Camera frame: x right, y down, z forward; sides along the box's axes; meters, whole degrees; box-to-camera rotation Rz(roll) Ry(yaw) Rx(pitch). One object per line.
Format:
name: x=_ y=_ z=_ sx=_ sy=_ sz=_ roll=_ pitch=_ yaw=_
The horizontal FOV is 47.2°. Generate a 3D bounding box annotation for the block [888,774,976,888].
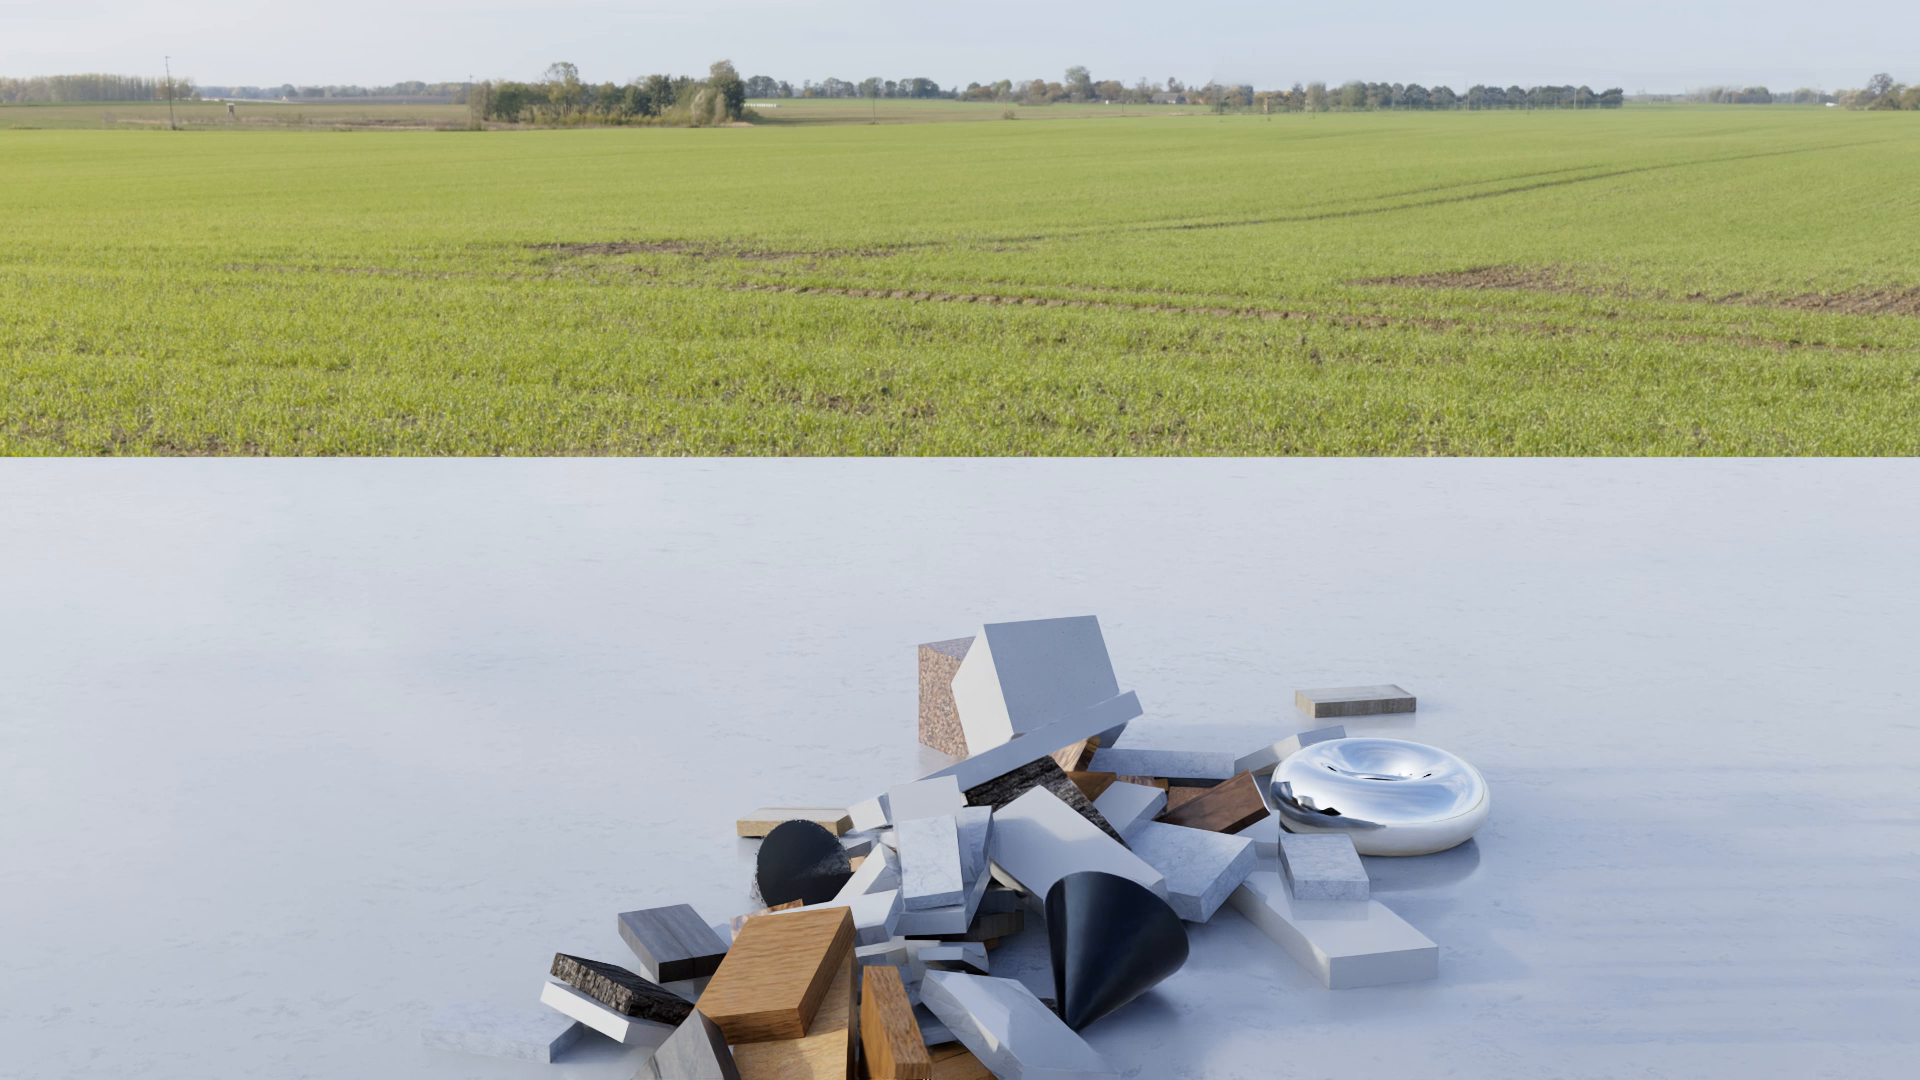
block: x=-0.045 y=0.448 z=3.369 sx=0.110 sy=0.031 sz=0.220 roll=-10 pitch=32 yaw=-2

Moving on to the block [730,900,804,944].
block: x=-0.281 y=0.604 z=3.283 sx=0.113 sy=0.032 sz=0.226 roll=-15 pitch=12 yaw=-4

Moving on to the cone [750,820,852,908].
cone: x=-0.299 y=0.564 z=3.590 sx=0.179 sy=0.179 sz=0.179 roll=-9 pitch=-13 yaw=-39

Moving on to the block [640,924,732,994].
block: x=-0.383 y=0.636 z=3.345 sx=0.100 sy=0.028 sz=0.200 roll=6 pitch=12 yaw=31

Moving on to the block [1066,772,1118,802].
block: x=0.196 y=0.444 z=3.841 sx=0.101 sy=0.029 sz=0.202 roll=-2 pitch=8 yaw=22

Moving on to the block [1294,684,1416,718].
block: x=0.871 y=0.354 z=4.846 sx=0.236 sy=0.033 sz=0.118 roll=-2 pitch=11 yaw=-12

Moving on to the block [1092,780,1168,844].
block: x=0.254 y=0.476 z=3.708 sx=0.101 sy=0.029 sz=0.202 roll=5 pitch=28 yaw=37

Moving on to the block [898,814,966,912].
block: x=-0.043 y=0.478 z=3.269 sx=0.087 sy=0.025 sz=0.174 roll=-8 pitch=32 yaw=1

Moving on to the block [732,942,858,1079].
block: x=-0.216 y=0.656 z=2.881 sx=0.152 sy=0.043 sz=0.477 roll=-12 pitch=14 yaw=1

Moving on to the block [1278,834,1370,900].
block: x=0.594 y=0.534 z=3.603 sx=0.118 sy=0.033 sz=0.236 roll=0 pitch=11 yaw=2

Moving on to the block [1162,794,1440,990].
block: x=0.523 y=0.564 z=3.670 sx=0.177 sy=0.050 sz=0.833 roll=-3 pitch=11 yaw=-15

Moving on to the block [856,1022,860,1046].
block: x=-0.146 y=0.677 z=3.034 sx=0.069 sy=0.020 sz=0.138 roll=-8 pitch=-2 yaw=-6

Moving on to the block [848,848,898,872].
block: x=-0.114 y=0.544 z=3.784 sx=0.158 sy=0.022 sz=0.079 roll=-7 pitch=-8 yaw=-34

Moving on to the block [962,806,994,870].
block: x=-0.010 y=0.471 z=3.458 sx=0.110 sy=0.031 sz=0.220 roll=-5 pitch=11 yaw=6

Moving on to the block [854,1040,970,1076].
block: x=-0.065 y=0.708 z=2.977 sx=0.148 sy=0.021 sz=0.074 roll=-9 pitch=14 yaw=-39

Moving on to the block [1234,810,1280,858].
block: x=0.503 y=0.503 z=3.790 sx=0.091 sy=0.026 sz=0.183 roll=2 pitch=11 yaw=9

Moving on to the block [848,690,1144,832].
block: x=0.064 y=0.382 z=3.809 sx=0.515 sy=0.046 sz=0.162 roll=-20 pitch=-5 yaw=-24

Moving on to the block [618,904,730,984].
block: x=-0.433 y=0.608 z=3.327 sx=0.113 sy=0.032 sz=0.226 roll=-5 pitch=11 yaw=-23

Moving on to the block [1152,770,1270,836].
block: x=0.413 y=0.479 z=3.736 sx=0.217 sy=0.026 sz=0.091 roll=-30 pitch=39 yaw=9

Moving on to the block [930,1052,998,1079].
block: x=-0.011 y=0.718 z=2.924 sx=0.149 sy=0.021 sz=0.074 roll=-8 pitch=13 yaw=-38

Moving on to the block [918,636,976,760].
block: x=0.059 y=0.324 z=4.531 sx=0.209 sy=0.209 sz=0.209 roll=-7 pitch=13 yaw=-33

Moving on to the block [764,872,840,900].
block: x=-0.265 y=0.579 z=3.685 sx=0.112 sy=0.016 sz=0.056 roll=-5 pitch=12 yaw=-25

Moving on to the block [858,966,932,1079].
block: x=-0.083 y=0.650 z=2.700 sx=0.042 sy=0.149 sz=0.299 roll=2 pitch=11 yaw=-10

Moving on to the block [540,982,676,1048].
block: x=-0.487 y=0.666 z=3.076 sx=0.202 sy=0.029 sz=0.101 roll=11 pitch=-9 yaw=46

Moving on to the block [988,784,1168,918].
block: x=0.162 y=0.515 z=3.482 sx=0.162 sy=0.046 sz=0.324 roll=-29 pitch=36 yaw=-23

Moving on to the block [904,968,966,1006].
block: x=-0.063 y=0.651 z=3.159 sx=0.138 sy=0.020 sz=0.069 roll=-18 pitch=-1 yaw=-23

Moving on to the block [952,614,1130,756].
block: x=0.150 y=0.314 z=4.248 sx=0.235 sy=0.235 sz=0.235 roll=-4 pitch=-31 yaw=-20

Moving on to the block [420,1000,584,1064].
block: x=-0.639 y=0.686 z=3.072 sx=0.200 sy=0.028 sz=0.100 roll=3 pitch=11 yaw=17

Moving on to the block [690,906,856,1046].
block: x=-0.251 y=0.591 z=2.989 sx=0.152 sy=0.043 sz=0.304 roll=-9 pitch=14 yaw=13

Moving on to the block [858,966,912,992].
block: x=-0.221 y=0.652 z=3.178 sx=0.294 sy=0.025 sz=0.087 roll=-5 pitch=-10 yaw=-23

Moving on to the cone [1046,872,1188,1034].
cone: x=0.186 y=0.635 z=3.149 sx=0.224 sy=0.224 sz=0.224 roll=5 pitch=38 yaw=25

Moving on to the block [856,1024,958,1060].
block: x=-0.185 y=0.697 z=2.956 sx=0.392 sy=0.014 sz=0.048 roll=-8 pitch=-1 yaw=-19

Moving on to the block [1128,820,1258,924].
block: x=0.293 y=0.536 z=3.648 sx=0.354 sy=0.050 sz=0.177 roll=5 pitch=28 yaw=37
